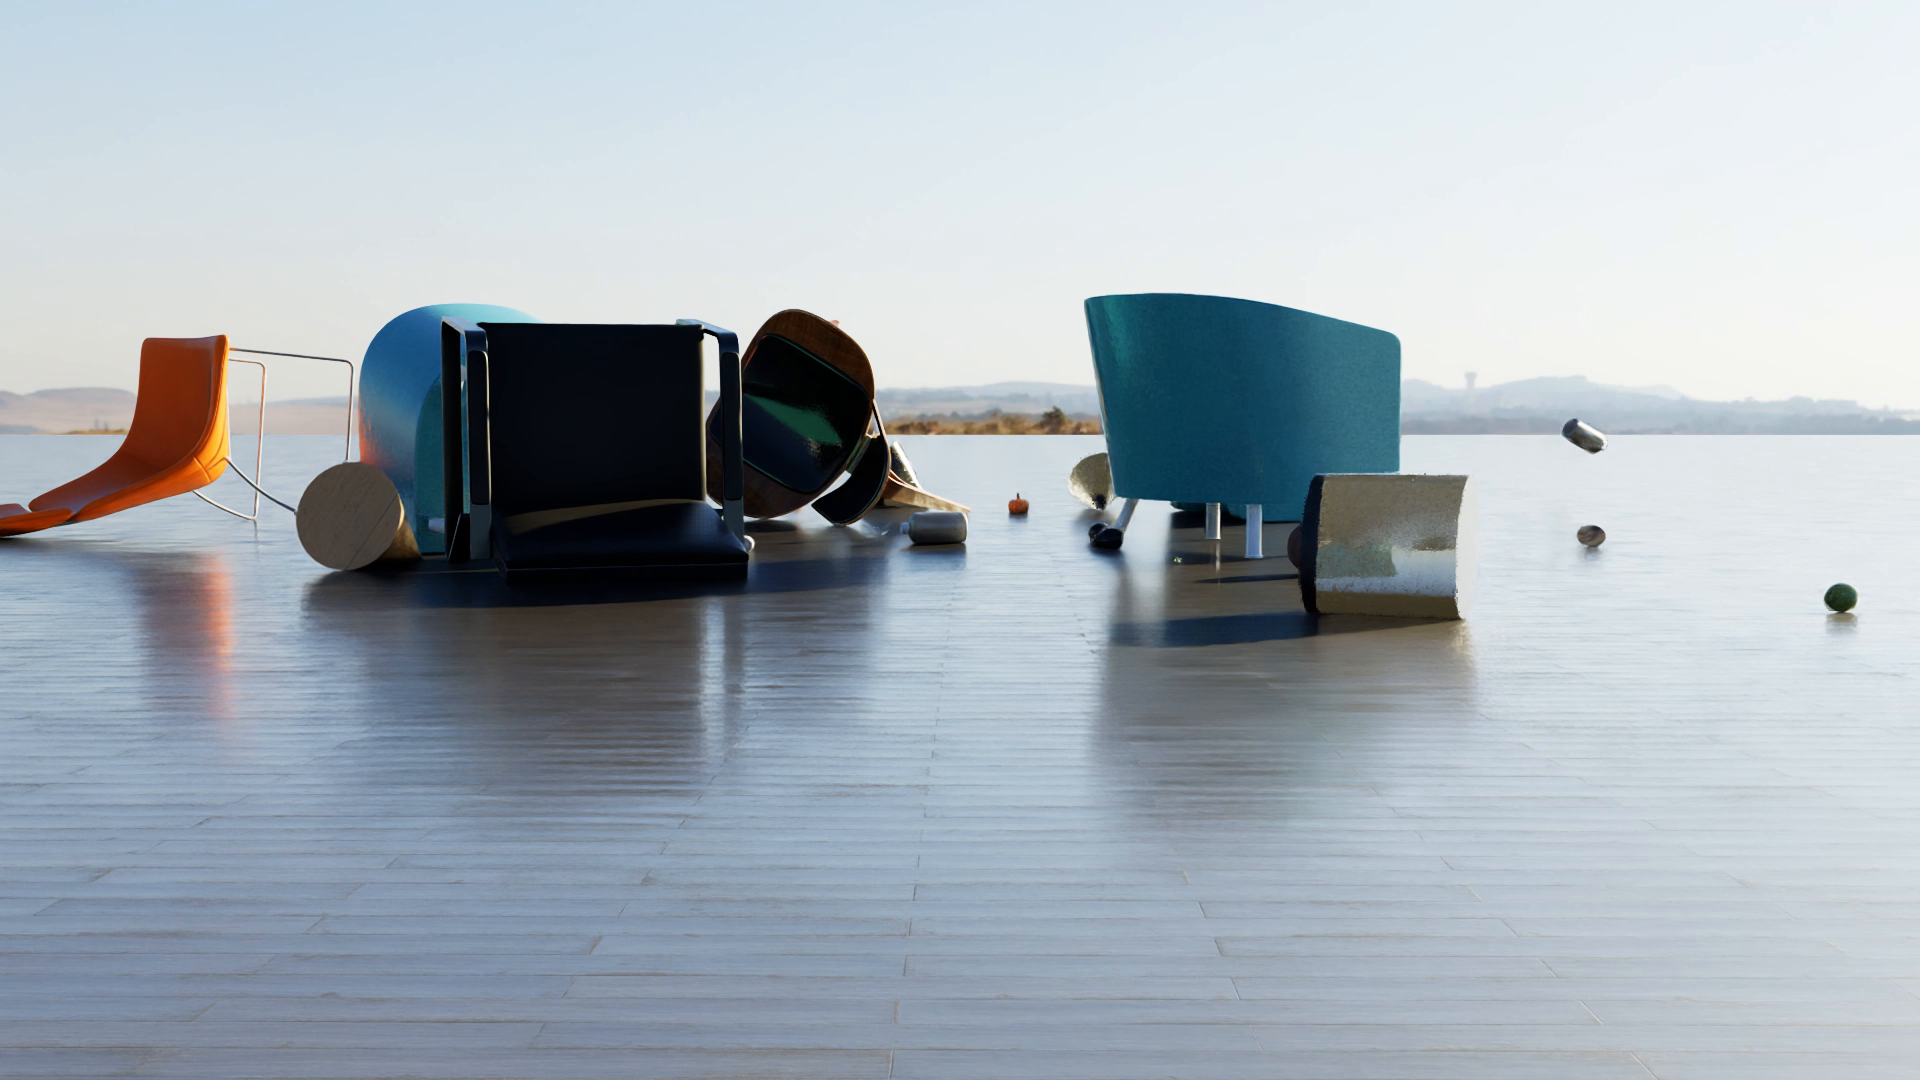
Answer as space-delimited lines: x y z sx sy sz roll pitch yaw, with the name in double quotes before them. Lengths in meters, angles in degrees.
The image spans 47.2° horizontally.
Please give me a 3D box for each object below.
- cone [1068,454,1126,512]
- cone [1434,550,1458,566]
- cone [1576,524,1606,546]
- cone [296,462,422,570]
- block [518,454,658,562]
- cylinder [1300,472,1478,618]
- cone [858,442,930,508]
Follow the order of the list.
"cone" 0.520 -0.164 8.171 0.211 0.242 0.231 27 26 -17
"cone" 1.232 0.054 5.597 0.062 0.047 0.063 1 -17 -1
"cone" 1.807 0.001 6.307 0.084 0.076 0.047 -16 -36 -5
"cone" -1.472 -0.005 5.646 0.320 0.276 0.348 30 -7 26
"block" -0.988 -0.090 5.873 0.343 0.272 0.256 0 4 -5
"cylinder" 0.854 0.008 4.373 0.308 0.289 0.191 2 -14 25
"cone" -0.210 -0.189 8.378 0.234 0.312 0.267 34 49 9
